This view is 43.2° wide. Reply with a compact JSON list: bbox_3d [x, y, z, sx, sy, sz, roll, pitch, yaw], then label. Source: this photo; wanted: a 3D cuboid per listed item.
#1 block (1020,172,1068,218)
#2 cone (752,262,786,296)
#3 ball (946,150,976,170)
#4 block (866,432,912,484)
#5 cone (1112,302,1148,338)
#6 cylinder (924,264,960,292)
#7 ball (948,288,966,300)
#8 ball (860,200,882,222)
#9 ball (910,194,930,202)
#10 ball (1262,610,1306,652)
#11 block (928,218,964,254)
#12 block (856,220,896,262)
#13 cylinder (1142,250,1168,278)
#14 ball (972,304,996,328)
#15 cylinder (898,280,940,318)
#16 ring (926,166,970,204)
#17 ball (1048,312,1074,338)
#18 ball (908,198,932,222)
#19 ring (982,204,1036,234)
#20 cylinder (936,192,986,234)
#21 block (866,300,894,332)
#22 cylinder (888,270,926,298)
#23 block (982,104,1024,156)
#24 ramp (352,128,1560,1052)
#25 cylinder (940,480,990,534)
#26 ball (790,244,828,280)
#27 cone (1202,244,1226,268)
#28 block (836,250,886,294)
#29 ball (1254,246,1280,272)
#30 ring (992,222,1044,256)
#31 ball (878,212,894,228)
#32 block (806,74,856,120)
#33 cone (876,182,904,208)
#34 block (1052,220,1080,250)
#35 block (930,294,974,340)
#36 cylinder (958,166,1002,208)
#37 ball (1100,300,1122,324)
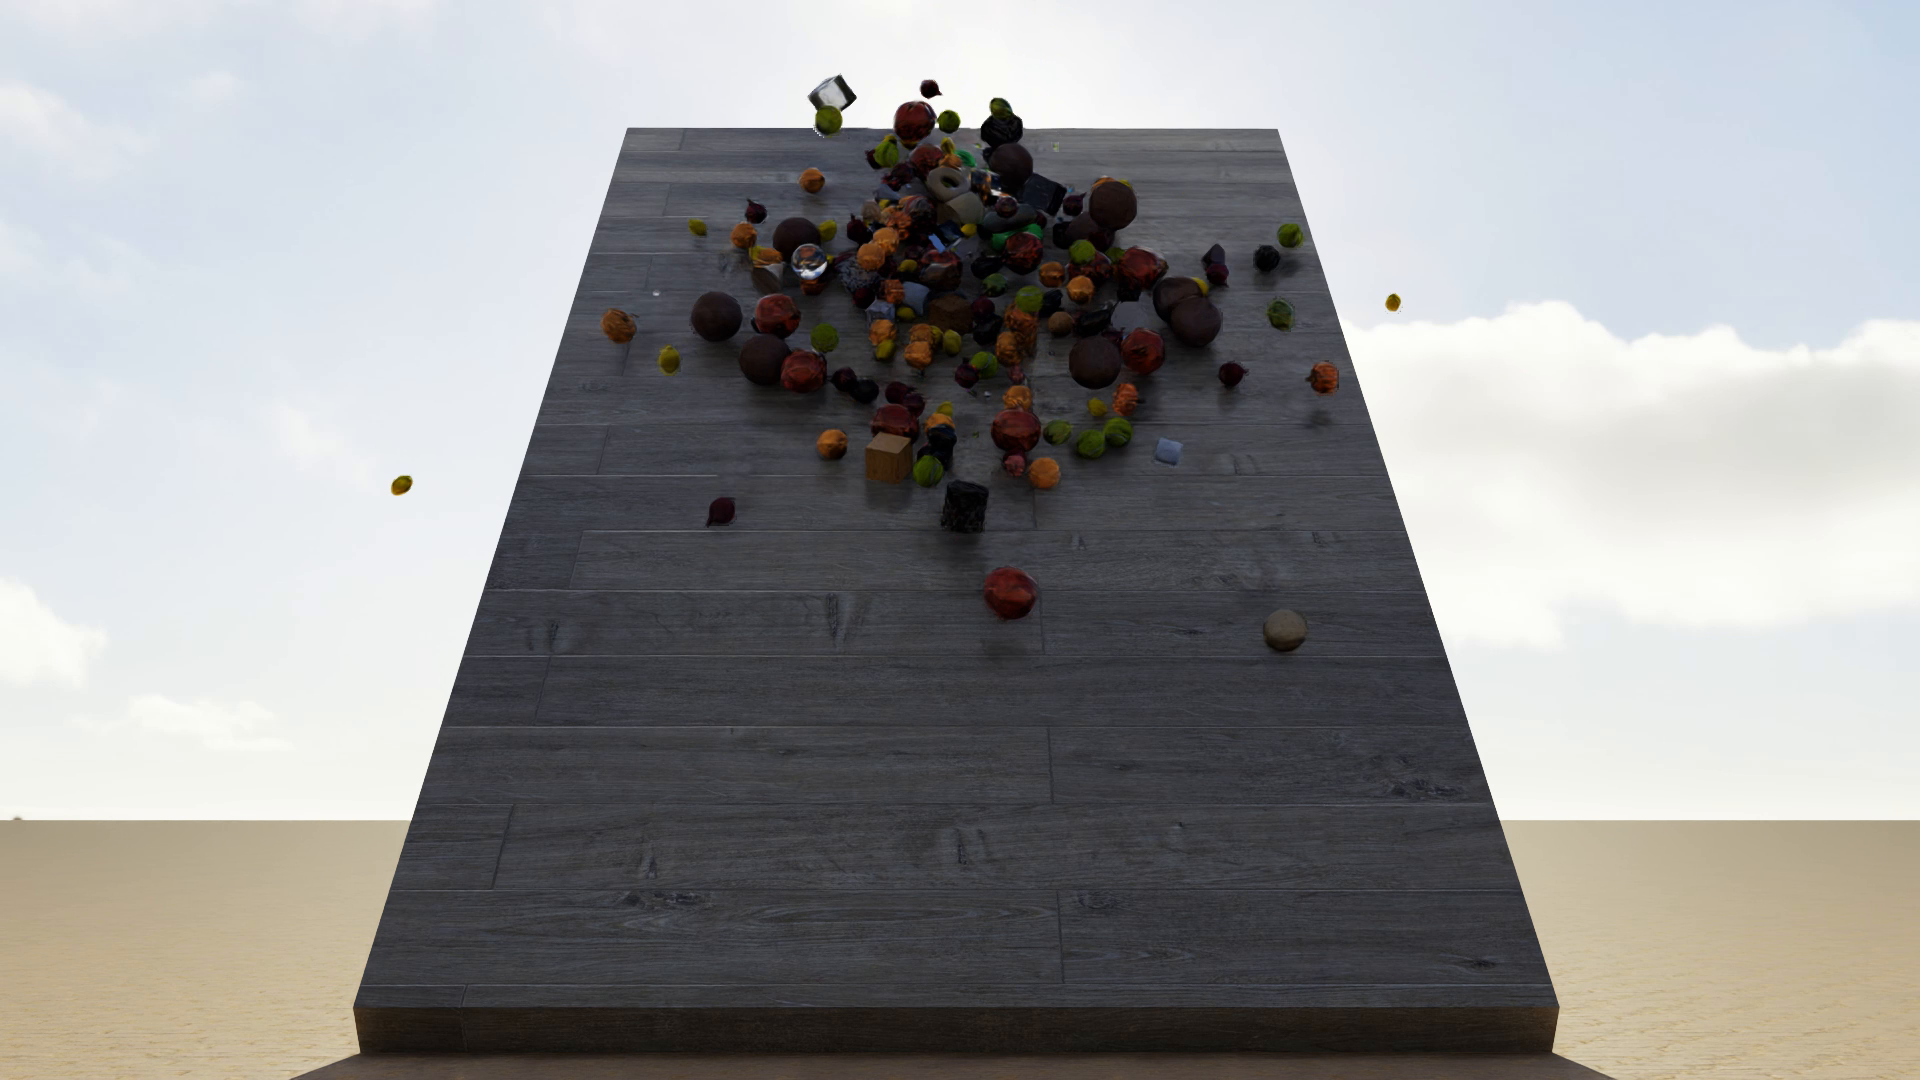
[{"bbox_3d":[0.235,-0.969,6.814,0.086,0.086,0.086,27,6,19],"label":"block"},{"bbox_3d":[-0.481,-0.703,6.354,0.095,0.095,0.095,-7,35,46],"label":"cone"},{"bbox_3d":[0.002,-1.080,6.999,0.089,0.089,0.089,0,-6,0],"label":"ball"},{"bbox_3d":[-0.163,-0.187,5.560,0.080,0.080,0.080,12,33,19],"label":"block"},{"bbox_3d":[0.447,-0.565,6.237,0.094,0.094,0.094,-2,2,19],"label":"cone"},{"bbox_3d":[-0.046,-0.670,6.204,0.067,0.067,0.067,6,4,-44],"label":"cylinder"},{"bbox_3d":[-0.008,-0.630,6.335,0.051,0.051,0.051,0,-6,0],"label":"ball"},{"bbox_3d":[-0.233,-0.862,6.350,0.056,0.056,0.056,0,-6,0],"label":"ball"},{"bbox_3d":[-0.113,-0.956,6.880,0.055,0.055,0.055,0,-6,0],"label":"ball"},{"bbox_3d":[0.659,0.184,4.931,0.088,0.088,0.088,0,-6,0],"label":"ball"},{"bbox_3d":[-0.036,-0.796,6.359,0.056,0.056,0.056,-33,-5,-38],"label":"block"},{"bbox_3d":[-0.228,-0.816,6.603,0.069,0.069,0.069,29,-52,0],"label":"block"},{"bbox_3d":[0.524,-0.742,6.519,0.060,0.060,0.060,1,31,-7],"label":"cylinder"},{"bbox_3d":[0.062,-0.575,6.228,0.061,0.061,0.061,0,-6,0],"label":"ball"},{"bbox_3d":[-0.108,-0.625,6.296,0.078,0.078,0.078,20,3,27],"label":"cylinder"},{"bbox_3d":[-0.033,-0.975,6.671,0.126,0.126,0.042,3,-37,-23],"label":"ring"},{"bbox_3d":[0.256,-0.551,6.189,0.066,0.066,0.066,0,-6,0],"label":"ball"},{"bbox_3d":[-0.109,-0.898,6.604,0.066,0.066,0.066,0,-6,0],"label":"ball"},{"bbox_3d":[0.130,-0.850,6.422,0.149,0.050,0.149,-14,-2,-1],"label":"ring"},{"bbox_3d":[0.003,-0.883,6.582,0.095,0.095,0.095,-33,15,-36],"label":"cylinder"},{"bbox_3d":[-0.205,-0.576,6.238,0.055,0.055,0.055,13,35,21],"label":"block"},{"bbox_3d":[-0.140,-0.668,6.378,0.072,0.072,0.072,18,3,28],"label":"cylinder"},{"bbox_3d":[0.127,-1.221,7.221,0.089,0.089,0.089,39,-16,13],"label":"block"},{"bbox_3d":[-0.014,-0.204,5.765,2.000,0.100,4.000,0,31,0],"label":"ramp"},{"bbox_3d":[0.011,-0.071,5.295,0.093,0.093,0.093,9,17,-3],"label":"cylinder"},{"bbox_3d":[-0.389,-0.717,6.248,0.093,0.093,0.093,0,-6,0],"label":"ball"},{"bbox_3d":[0.677,-0.767,6.593,0.064,0.064,0.064,6,-9,-43],"label":"cone"},{"bbox_3d":[-0.261,-0.700,6.355,0.083,0.083,0.083,-23,1,22],"label":"block"},{"bbox_3d":[0.828,-0.760,6.541,0.070,0.070,0.070,0,-6,0],"label":"ball"},{"bbox_3d":[0.157,-0.829,6.662,0.146,0.049,0.146,-10,33,7],"label":"ring"},{"bbox_3d":[-0.209,-0.879,6.697,0.055,0.055,0.055,0,-6,0],"label":"ball"},{"bbox_3d":[-0.349,-1.207,6.610,0.080,0.080,0.080,52,-27,-22],"label":"block"},{"bbox_3d":[-0.189,-0.969,6.867,0.074,0.074,0.074,11,-2,23],"label":"cone"},{"bbox_3d":[0.294,-0.839,6.686,0.055,0.055,0.055,-18,35,-28],"label":"block"},{"bbox_3d":[-0.023,-0.572,6.209,0.080,0.080,0.080,-23,38,-34],"label":"block"},{"bbox_3d":[0.047,-0.991,6.801,0.100,0.100,0.100,8,-10,-33],"label":"cylinder"},{"bbox_3d":[0.393,-0.588,6.253,0.065,0.065,0.065,0,-6,0],"label":"ball"}]
